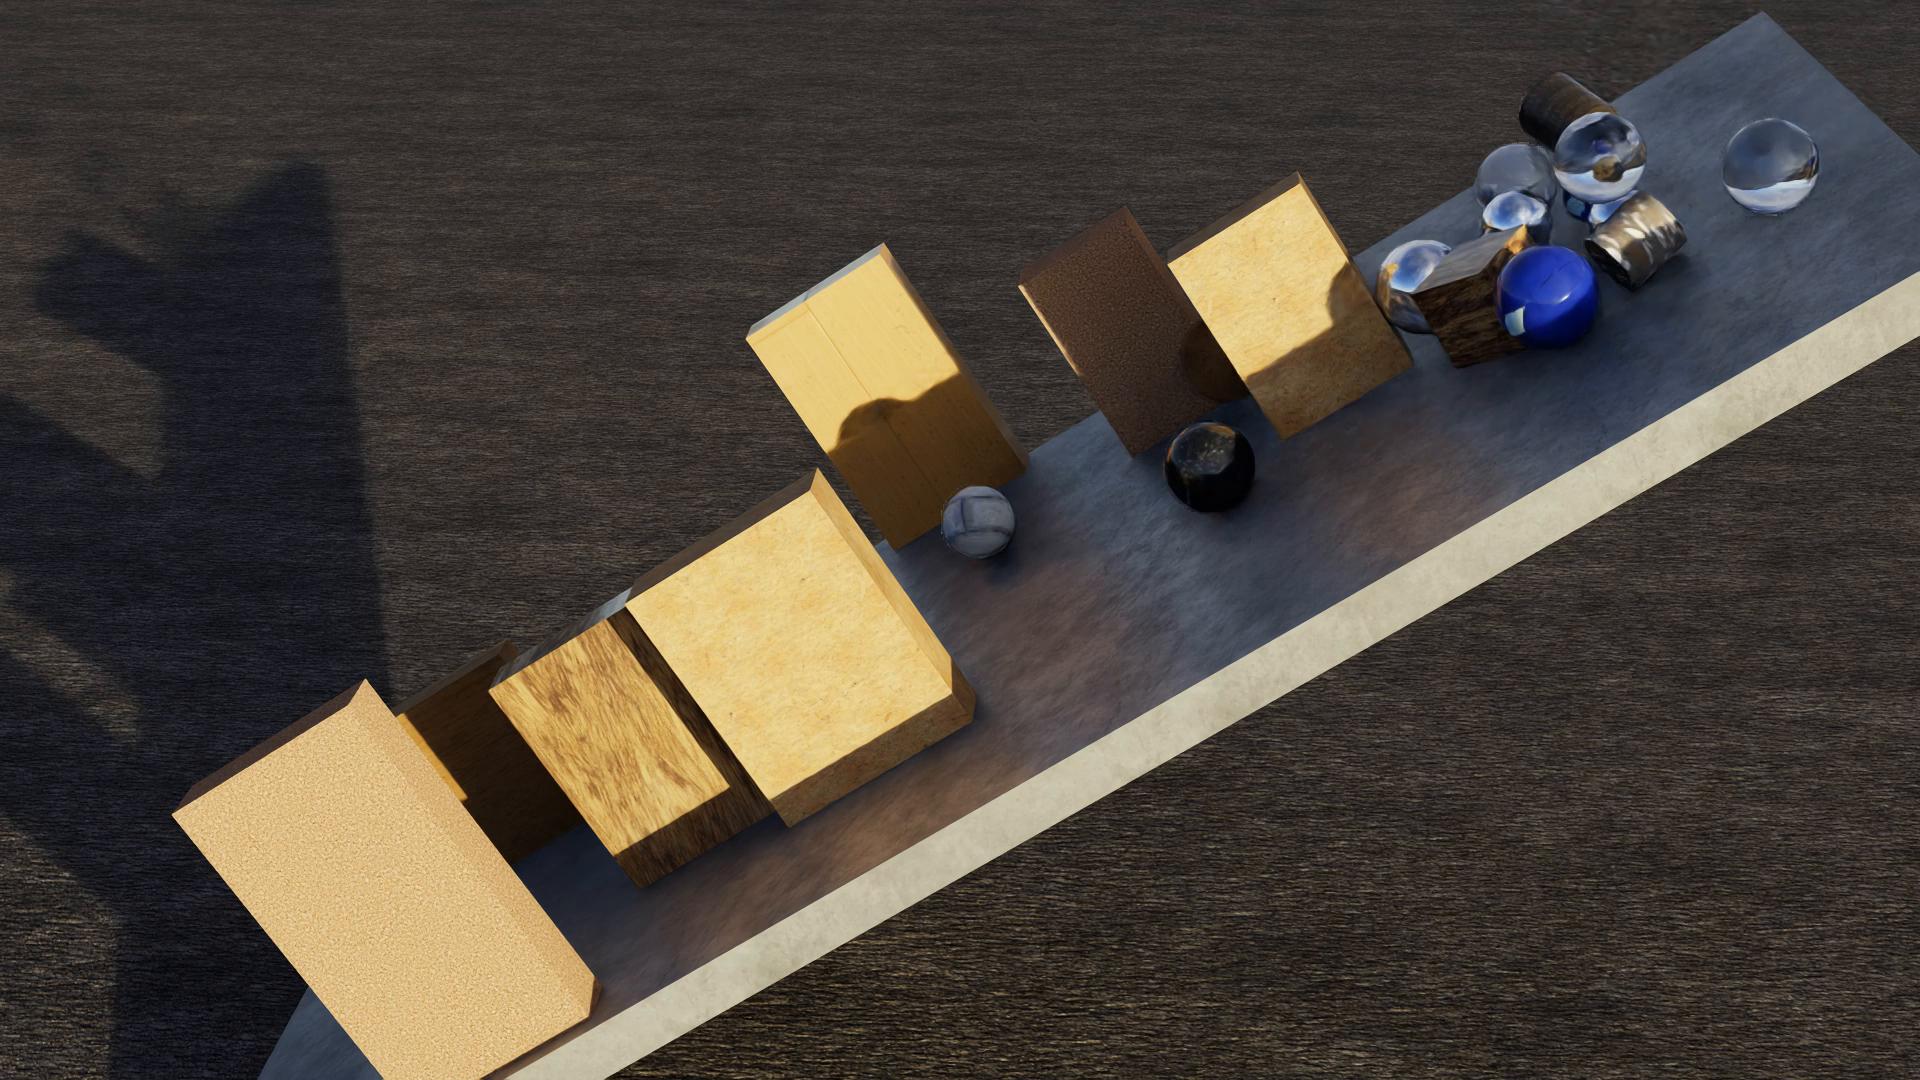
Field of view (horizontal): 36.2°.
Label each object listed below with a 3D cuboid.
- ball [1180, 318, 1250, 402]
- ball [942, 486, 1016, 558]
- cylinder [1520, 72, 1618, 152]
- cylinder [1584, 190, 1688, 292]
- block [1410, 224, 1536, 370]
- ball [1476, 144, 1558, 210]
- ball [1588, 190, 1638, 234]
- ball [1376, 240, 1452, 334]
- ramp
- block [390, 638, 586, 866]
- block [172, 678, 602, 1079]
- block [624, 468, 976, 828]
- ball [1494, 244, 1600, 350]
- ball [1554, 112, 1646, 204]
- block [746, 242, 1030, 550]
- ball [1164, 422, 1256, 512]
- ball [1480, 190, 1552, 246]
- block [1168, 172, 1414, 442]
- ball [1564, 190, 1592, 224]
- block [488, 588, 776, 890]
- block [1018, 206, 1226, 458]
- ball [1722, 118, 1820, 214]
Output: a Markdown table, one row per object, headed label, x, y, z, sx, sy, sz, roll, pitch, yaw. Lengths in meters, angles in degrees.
| label | x | y | z | sx | sy | sz | roll | pitch | yaw |
| --- | --- | --- | --- | --- | --- | --- | --- | --- | --- |
| ball | 0.586 | -0.403 | 6.463 | 0.200 | 0.200 | 0.200 | 0 | 20 | 0 |
| ball | 0.042 | -0.041 | 6.643 | 0.164 | 0.164 | 0.164 | 0 | 20 | 0 |
| cylinder | 1.264 | -0.873 | 6.107 | 0.144 | 0.144 | 0.144 | -13 | 42 | -31 |
| cylinder | 1.294 | -0.572 | 5.629 | 0.137 | 0.137 | 0.137 | -44 | 27 | 0 |
| block | 1.048 | -0.480 | 5.817 | 0.182 | 0.182 | 0.182 | -15 | 24 | 51 |
| ball | 1.164 | -0.742 | 6.148 | 0.172 | 0.172 | 0.172 | 0 | 20 | 0 |
| ball | 1.310 | -0.633 | 5.829 | 0.131 | 0.131 | 0.131 | 0 | 20 | 0 |
| ball | 0.948 | -0.518 | 6.021 | 0.195 | 0.195 | 0.195 | 0 | 20 | 0 |
| ramp | 0.139 | 0.171 | 6.296 | 4.000 | 0.100 | 2.000 | -31 | 15 | 14 |
| block | -1.082 | 0.516 | 6.781 | 0.400 | 0.443 | 0.097 | -31 | 15 | 14 |
| block | -1.087 | 0.693 | 5.622 | 0.423 | 0.768 | 0.126 | -31 | 15 | 14 |
| block | -0.311 | 0.217 | 5.821 | 0.441 | 0.567 | 0.136 | -31 | 15 | 14 |
| ball | 1.115 | -0.462 | 5.589 | 0.199 | 0.199 | 0.199 | 0 | 20 | 0 |
| ball | 1.232 | -0.735 | 5.665 | 0.177 | 0.177 | 0.177 | 0 | 20 | 0 |
| block | -0.171 | -0.342 | 7.100 | 0.386 | 0.639 | 0.109 | -31 | 15 | 14 |
| ball | 0.506 | -0.147 | 5.946 | 0.184 | 0.184 | 0.184 | 0 | 20 | 0 |
| ball | 1.132 | -0.639 | 5.987 | 0.147 | 0.147 | 0.147 | 0 | 20 | 0 |
| block | 0.682 | -0.480 | 6.075 | 0.314 | 0.452 | 0.111 | -31 | 15 | 14 |
| ball | 1.311 | -0.714 | 6.113 | 0.113 | 0.113 | 0.113 | 0 | 20 | 0 |
| block | -0.634 | 0.392 | 6.042 | 0.419 | 0.531 | 0.121 | -31 | 15 | 14 |
| block | 0.381 | -0.469 | 6.632 | 0.280 | 0.476 | 0.141 | -31 | 15 | 14 |
| ball | 1.516 | -0.698 | 5.502 | 0.178 | 0.178 | 0.178 | 0 | 20 | 0 |
